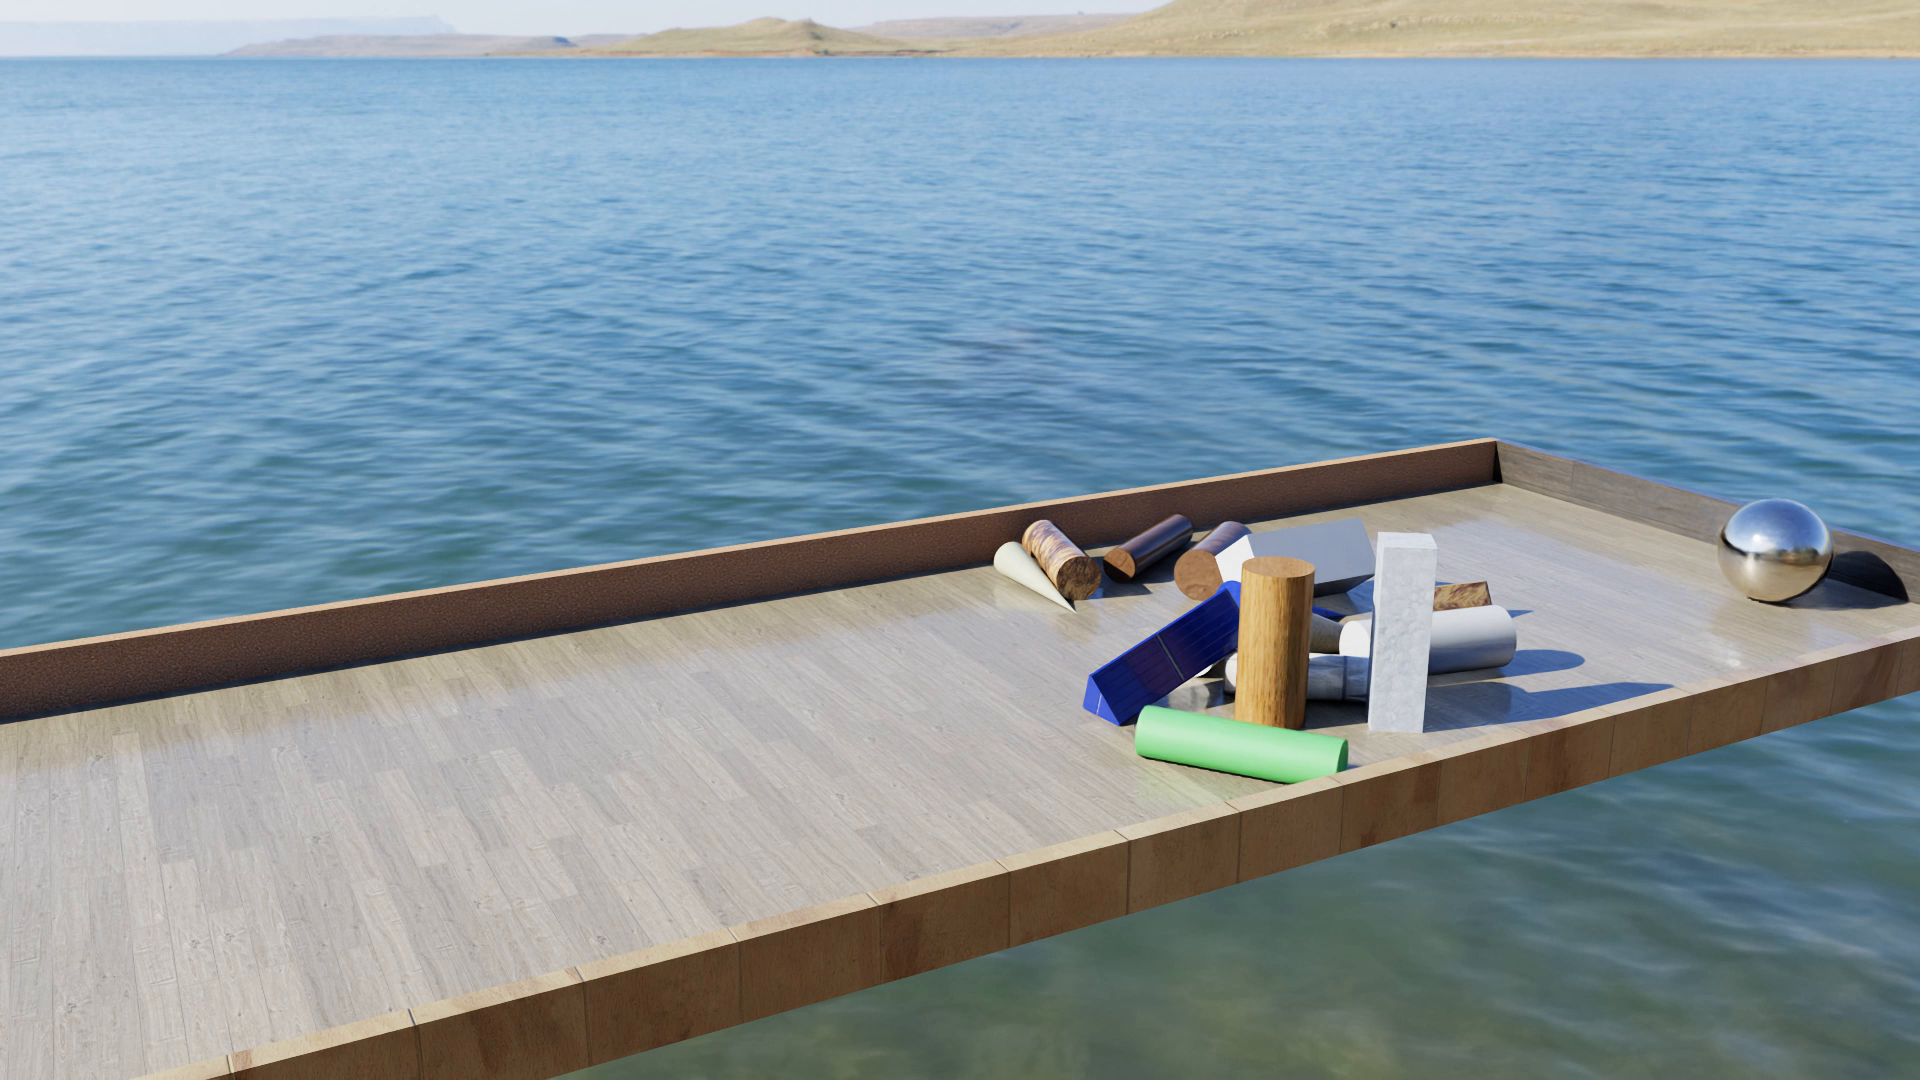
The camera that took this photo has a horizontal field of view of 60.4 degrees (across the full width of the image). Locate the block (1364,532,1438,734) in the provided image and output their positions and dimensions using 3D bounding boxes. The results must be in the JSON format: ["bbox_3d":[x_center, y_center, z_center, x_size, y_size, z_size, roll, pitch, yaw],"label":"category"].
[{"bbox_3d":[1.023,0.215,3.830,0.119,0.447,0.119,2,17,7],"label":"block"}]

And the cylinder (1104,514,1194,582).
[{"bbox_3d":[0.585,0.023,5.092,0.104,0.104,0.446,9,19,29],"label":"cylinder"}]

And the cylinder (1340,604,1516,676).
[{"bbox_3d":[1.184,0.264,4.174,0.412,0.160,0.160,-5,17,-17],"label":"cylinder"}]

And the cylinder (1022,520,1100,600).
[{"bbox_3d":[0.299,0.056,4.927,0.134,0.134,0.394,-4,17,-12],"label":"cylinder"}]

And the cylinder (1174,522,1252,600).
[{"bbox_3d":[0.759,0.059,4.884,0.152,0.152,0.335,8,18,24],"label":"cylinder"}]

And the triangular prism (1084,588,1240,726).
[{"bbox_3d":[0.495,0.269,3.988,0.446,0.117,0.136,-30,28,-25],"label":"triangular prism"}]

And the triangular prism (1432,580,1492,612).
[{"bbox_3d":[1.325,0.175,4.570,0.301,0.101,0.116,-5,18,-18],"label":"triangular prism"}]

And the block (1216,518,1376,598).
[{"bbox_3d":[0.962,0.069,4.694,0.404,0.171,0.171,-8,-18,-26],"label":"block"}]

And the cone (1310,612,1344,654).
[{"bbox_3d":[0.985,0.259,4.328,0.394,0.168,0.168,9,14,-13],"label":"cone"}]

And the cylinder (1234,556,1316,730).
[{"bbox_3d":[0.734,0.243,3.856,0.166,0.379,0.166,0,16,0],"label":"cylinder"}]

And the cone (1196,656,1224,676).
[{"bbox_3d":[0.678,0.276,4.302,0.132,0.132,0.316,12,8,34],"label":"cone"}]

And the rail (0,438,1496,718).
[{"bbox_3d":[-3.305,0.497,3.399,12.000,0.150,0.050,-9,18,-27],"label":"rail"}]

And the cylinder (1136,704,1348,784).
[{"bbox_3d":[0.613,0.454,3.607,0.446,0.115,0.115,8,18,25],"label":"cylinder"}]

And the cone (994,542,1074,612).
[{"bbox_3d":[0.240,0.131,4.814,0.107,0.107,0.408,-8,26,-25],"label":"cone"}]

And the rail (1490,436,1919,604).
[{"bbox_3d":[2.466,-0.048,5.253,0.050,0.150,2.100,-9,18,-27],"label":"rail"}]

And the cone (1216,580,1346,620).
[{"bbox_3d":[0.907,0.201,4.529,0.415,0.163,0.163,4,13,-30],"label":"cone"}]

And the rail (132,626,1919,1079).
[{"bbox_3d":[-2.336,1.006,1.665,12.000,0.150,0.050,-9,18,-27],"label":"rail"}]

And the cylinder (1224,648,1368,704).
[{"bbox_3d":[0.844,0.332,4.025,0.391,0.114,0.114,3,17,11],"label":"cylinder"}]

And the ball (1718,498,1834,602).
[{"bbox_3d":[2.334,0.029,4.726,0.299,0.299,0.299,0,16,0],"label":"ball"}]
